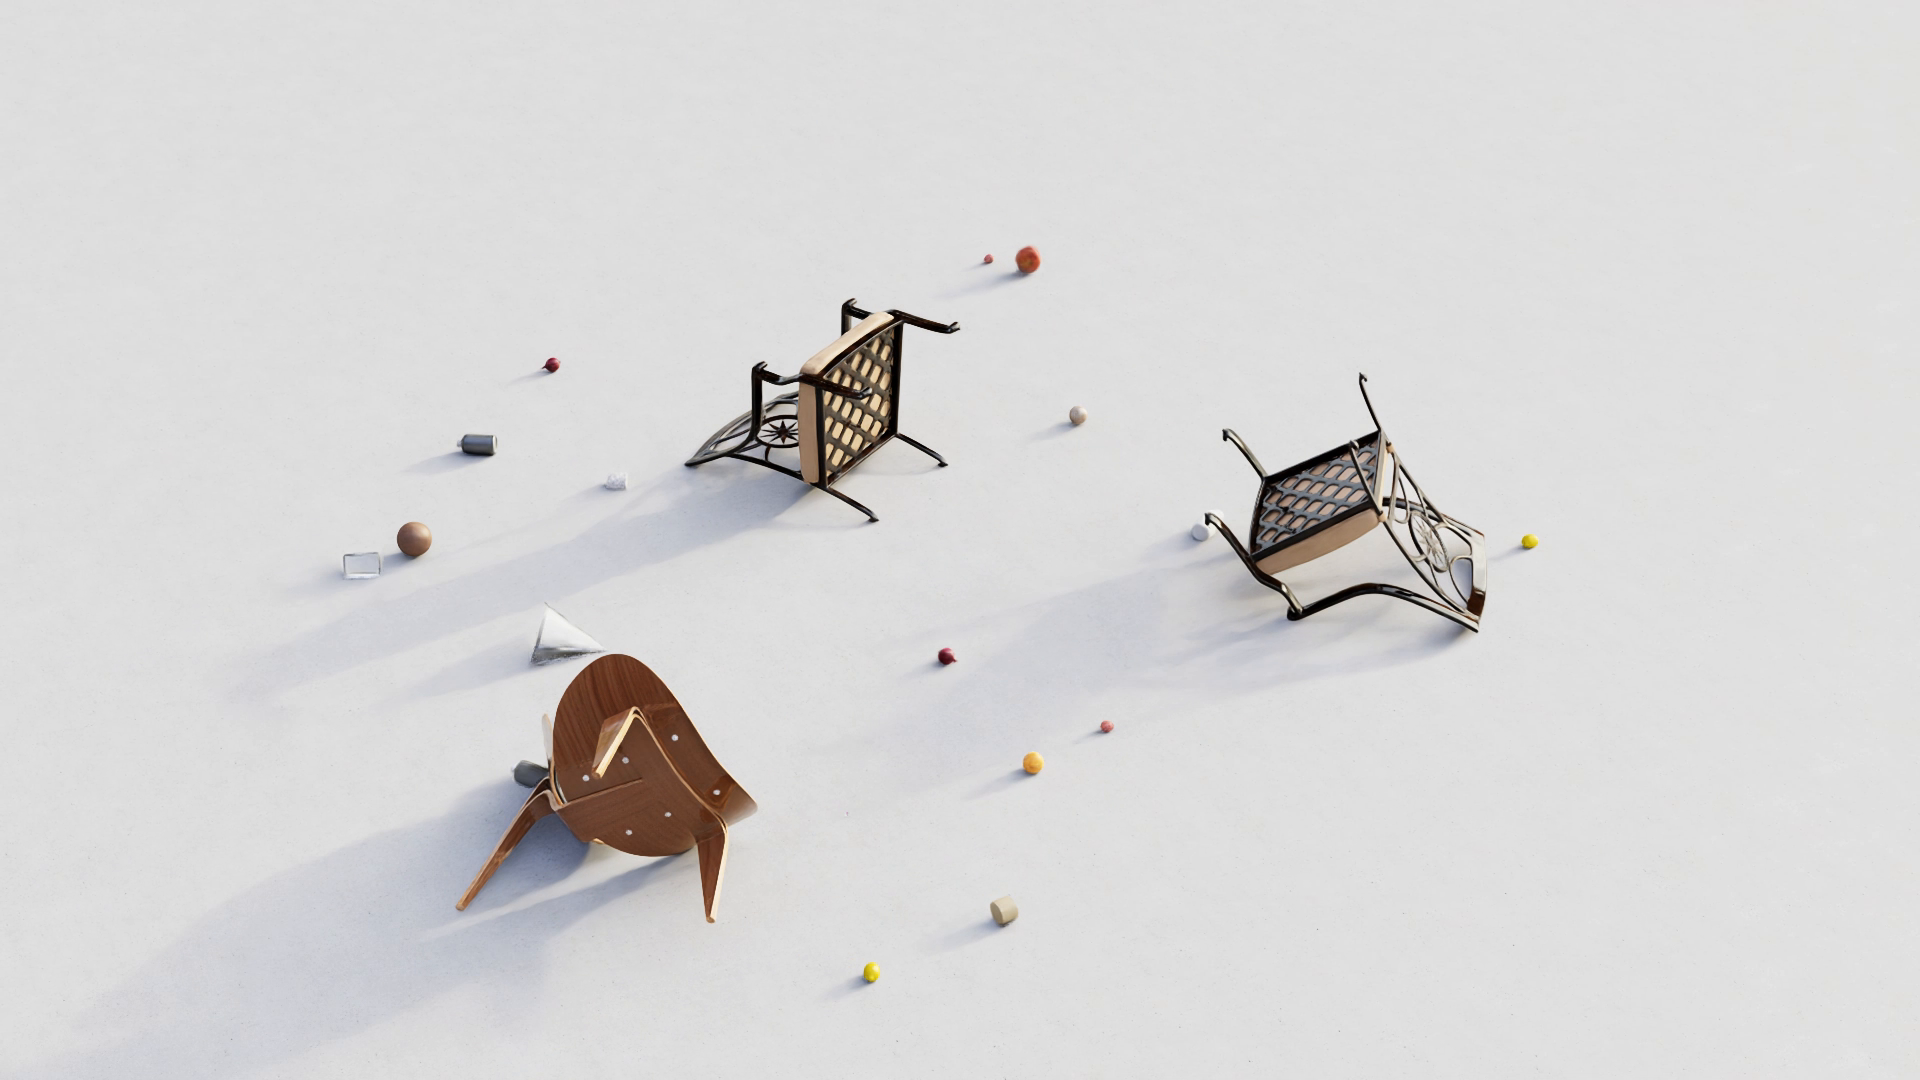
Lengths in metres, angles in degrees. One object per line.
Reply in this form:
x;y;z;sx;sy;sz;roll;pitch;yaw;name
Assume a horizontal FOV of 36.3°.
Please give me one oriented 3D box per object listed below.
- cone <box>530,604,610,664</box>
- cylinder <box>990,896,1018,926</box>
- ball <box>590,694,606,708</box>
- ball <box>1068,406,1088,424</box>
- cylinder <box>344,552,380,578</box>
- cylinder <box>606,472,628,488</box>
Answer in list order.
-1.361;0.360;10.334;0.254;0.123;0.243;15;55;-7;cone
0.138;1.153;9.131;0.058;0.067;0.078;-20;66;-27;cylinder
-1.243;0.552;10.058;0.053;0.053;0.053;0;33;0;ball
0.469;-0.496;11.630;0.074;0.074;0.074;0;33;0;ball
-2.187;0.091;10.724;0.124;0.093;0.080;-4;5;-5;cylinder
-1.314;-0.228;11.242;0.071;0.052;0.066;5;46;0;cylinder
